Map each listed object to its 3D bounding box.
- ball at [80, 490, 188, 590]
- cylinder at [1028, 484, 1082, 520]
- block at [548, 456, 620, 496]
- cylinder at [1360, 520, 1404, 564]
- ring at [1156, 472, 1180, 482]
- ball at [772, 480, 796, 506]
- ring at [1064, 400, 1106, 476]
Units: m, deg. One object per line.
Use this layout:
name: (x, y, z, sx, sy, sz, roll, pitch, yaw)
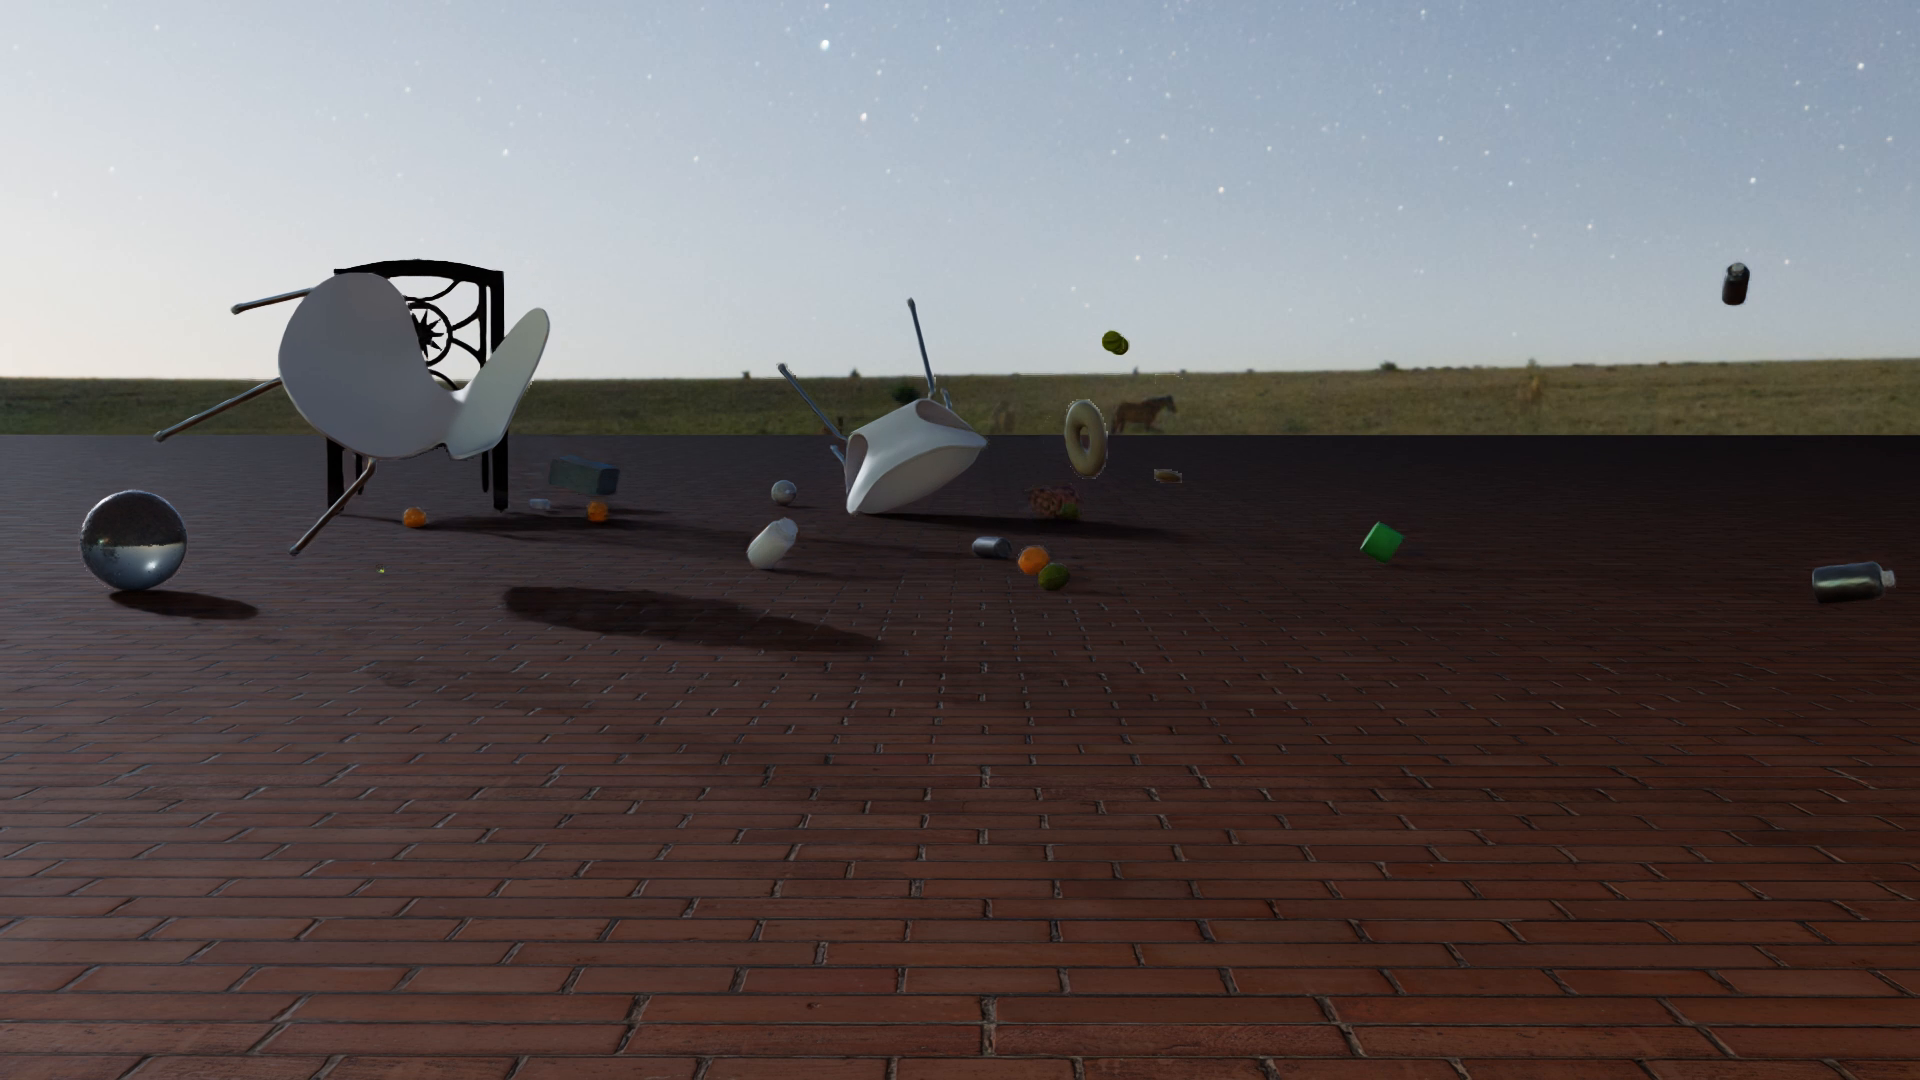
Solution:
ball: (-1.837, 0.001, 4.891, 0.224, 0.224, 0.224, 0, 4, 0)
cylinder: (0.330, -0.130, 7.584, 0.117, 0.104, 0.167, -6, 21, -30)
block: (-1.435, -0.246, 8.387, 0.211, 0.100, 0.155, 14, 9, 18)
cylinder: (1.077, 0.007, 5.614, 0.073, 0.096, 0.070, 32, 43, 3)
ring: (0.733, -0.224, 7.742, 0.106, 0.022, 0.060, 14, -14, -35)
ball: (-0.678, -0.182, 8.470, 0.099, 0.099, 0.099, 0, 4, 0)
ring: (0.368, -0.297, 6.453, 0.131, 0.226, 0.052, 1, 12, 37)
